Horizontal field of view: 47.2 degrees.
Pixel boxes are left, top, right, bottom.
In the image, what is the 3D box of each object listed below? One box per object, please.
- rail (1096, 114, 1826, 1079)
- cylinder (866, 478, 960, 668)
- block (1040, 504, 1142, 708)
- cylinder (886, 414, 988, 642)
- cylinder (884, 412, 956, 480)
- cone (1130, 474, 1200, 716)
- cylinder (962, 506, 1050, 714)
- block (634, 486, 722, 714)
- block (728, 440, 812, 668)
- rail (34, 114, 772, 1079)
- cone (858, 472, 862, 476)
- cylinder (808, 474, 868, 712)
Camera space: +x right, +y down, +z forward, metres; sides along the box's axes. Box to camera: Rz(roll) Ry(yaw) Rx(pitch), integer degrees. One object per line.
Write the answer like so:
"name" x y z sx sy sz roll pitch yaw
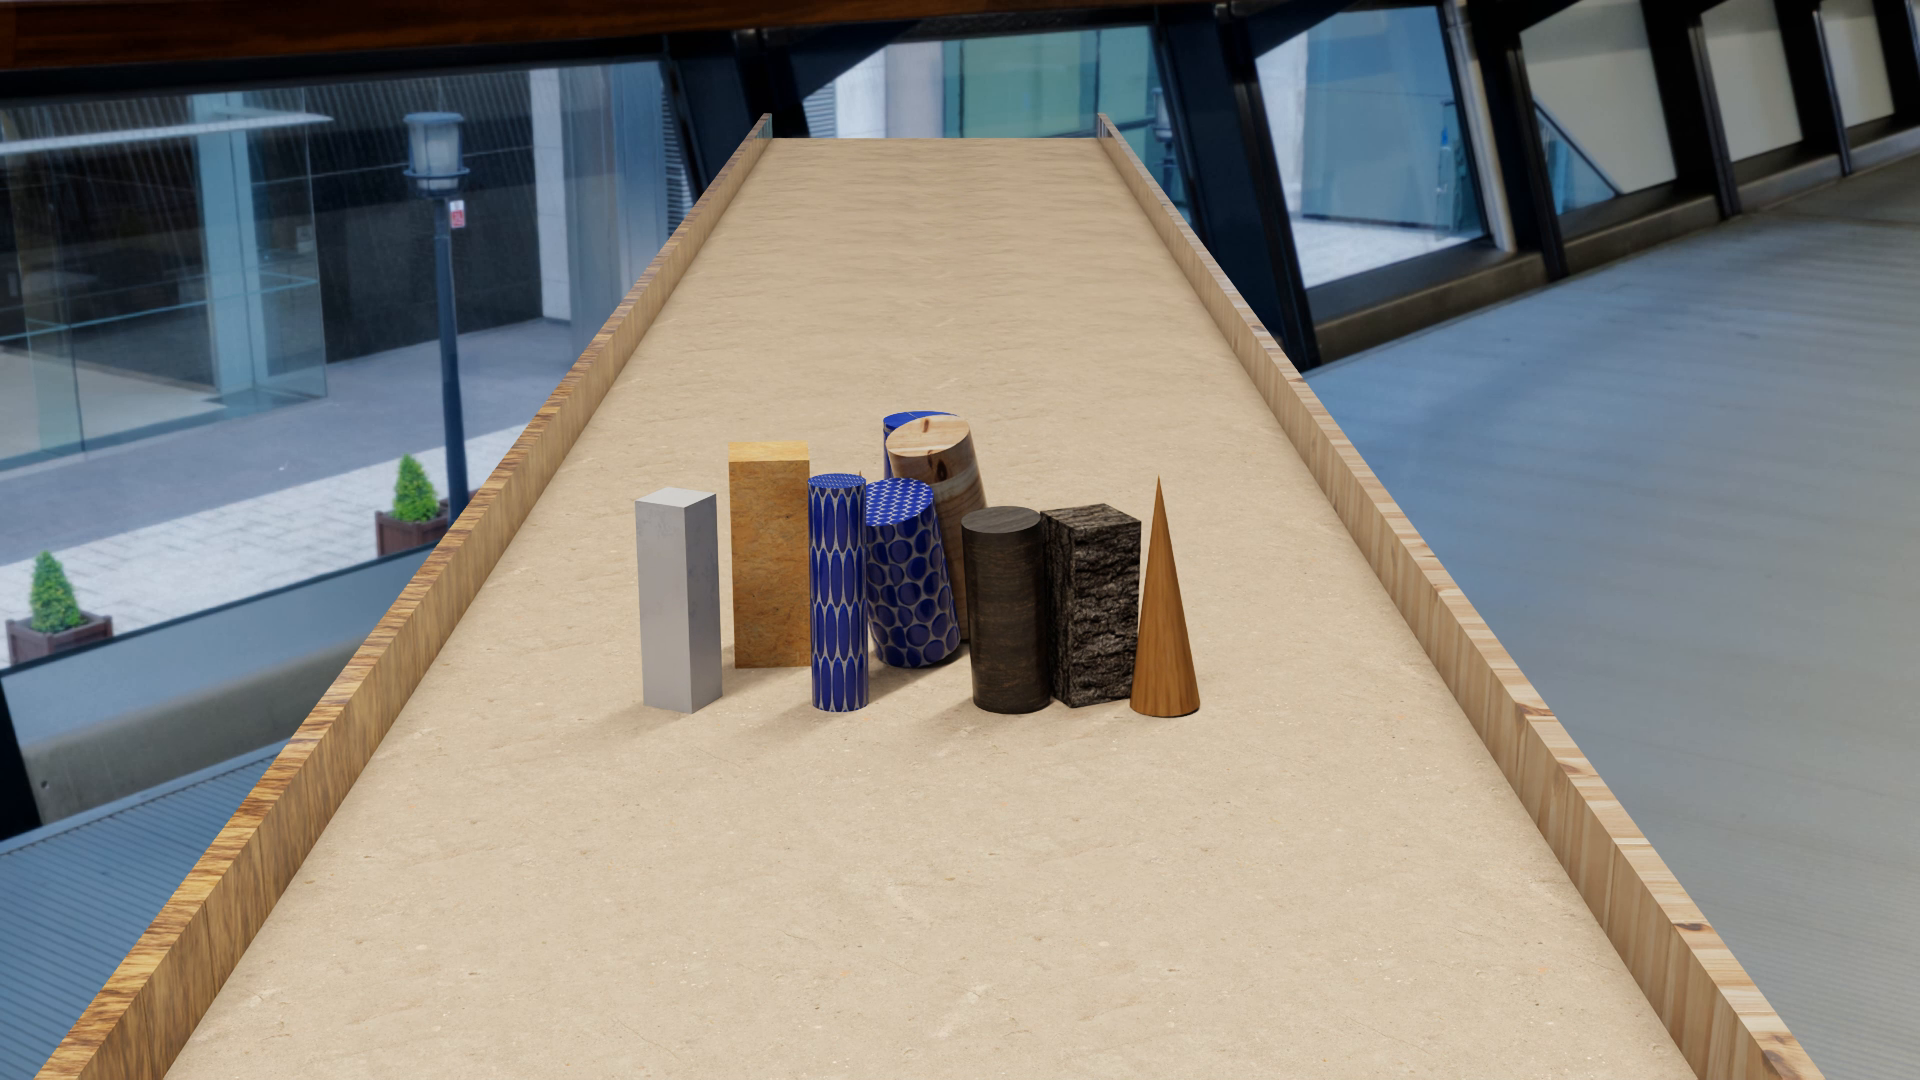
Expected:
"rail" 0.932 -0.844 7.801 0.050 0.150 12.000 0 17 -1
"cylinder" -0.113 0.065 4.355 0.179 0.333 0.179 -8 31 5
"block" 0.244 0.123 4.193 0.140 0.351 0.140 -7 18 -25
"cylinder" -0.020 -0.021 4.474 0.171 0.439 0.171 -10 29 6
"cylinder" -0.081 -0.086 4.868 0.174 0.369 0.174 0 17 0
"cone" 0.377 0.093 4.106 0.134 0.454 0.134 -3 17 1
"cylinder" 0.087 0.131 4.131 0.148 0.362 0.148 -3 20 1
"block" -0.528 0.113 4.139 0.108 0.403 0.108 8 18 25
"block" -0.377 0.028 4.388 0.156 0.424 0.156 -2 17 -5
"rail" -1.118 -0.838 7.780 0.050 0.150 12.000 0 17 -1
"cone" -0.210 0.003 4.664 0.153 0.315 0.153 0 17 0
"cylinder" -0.228 0.100 4.126 0.108 0.436 0.108 0 17 0
